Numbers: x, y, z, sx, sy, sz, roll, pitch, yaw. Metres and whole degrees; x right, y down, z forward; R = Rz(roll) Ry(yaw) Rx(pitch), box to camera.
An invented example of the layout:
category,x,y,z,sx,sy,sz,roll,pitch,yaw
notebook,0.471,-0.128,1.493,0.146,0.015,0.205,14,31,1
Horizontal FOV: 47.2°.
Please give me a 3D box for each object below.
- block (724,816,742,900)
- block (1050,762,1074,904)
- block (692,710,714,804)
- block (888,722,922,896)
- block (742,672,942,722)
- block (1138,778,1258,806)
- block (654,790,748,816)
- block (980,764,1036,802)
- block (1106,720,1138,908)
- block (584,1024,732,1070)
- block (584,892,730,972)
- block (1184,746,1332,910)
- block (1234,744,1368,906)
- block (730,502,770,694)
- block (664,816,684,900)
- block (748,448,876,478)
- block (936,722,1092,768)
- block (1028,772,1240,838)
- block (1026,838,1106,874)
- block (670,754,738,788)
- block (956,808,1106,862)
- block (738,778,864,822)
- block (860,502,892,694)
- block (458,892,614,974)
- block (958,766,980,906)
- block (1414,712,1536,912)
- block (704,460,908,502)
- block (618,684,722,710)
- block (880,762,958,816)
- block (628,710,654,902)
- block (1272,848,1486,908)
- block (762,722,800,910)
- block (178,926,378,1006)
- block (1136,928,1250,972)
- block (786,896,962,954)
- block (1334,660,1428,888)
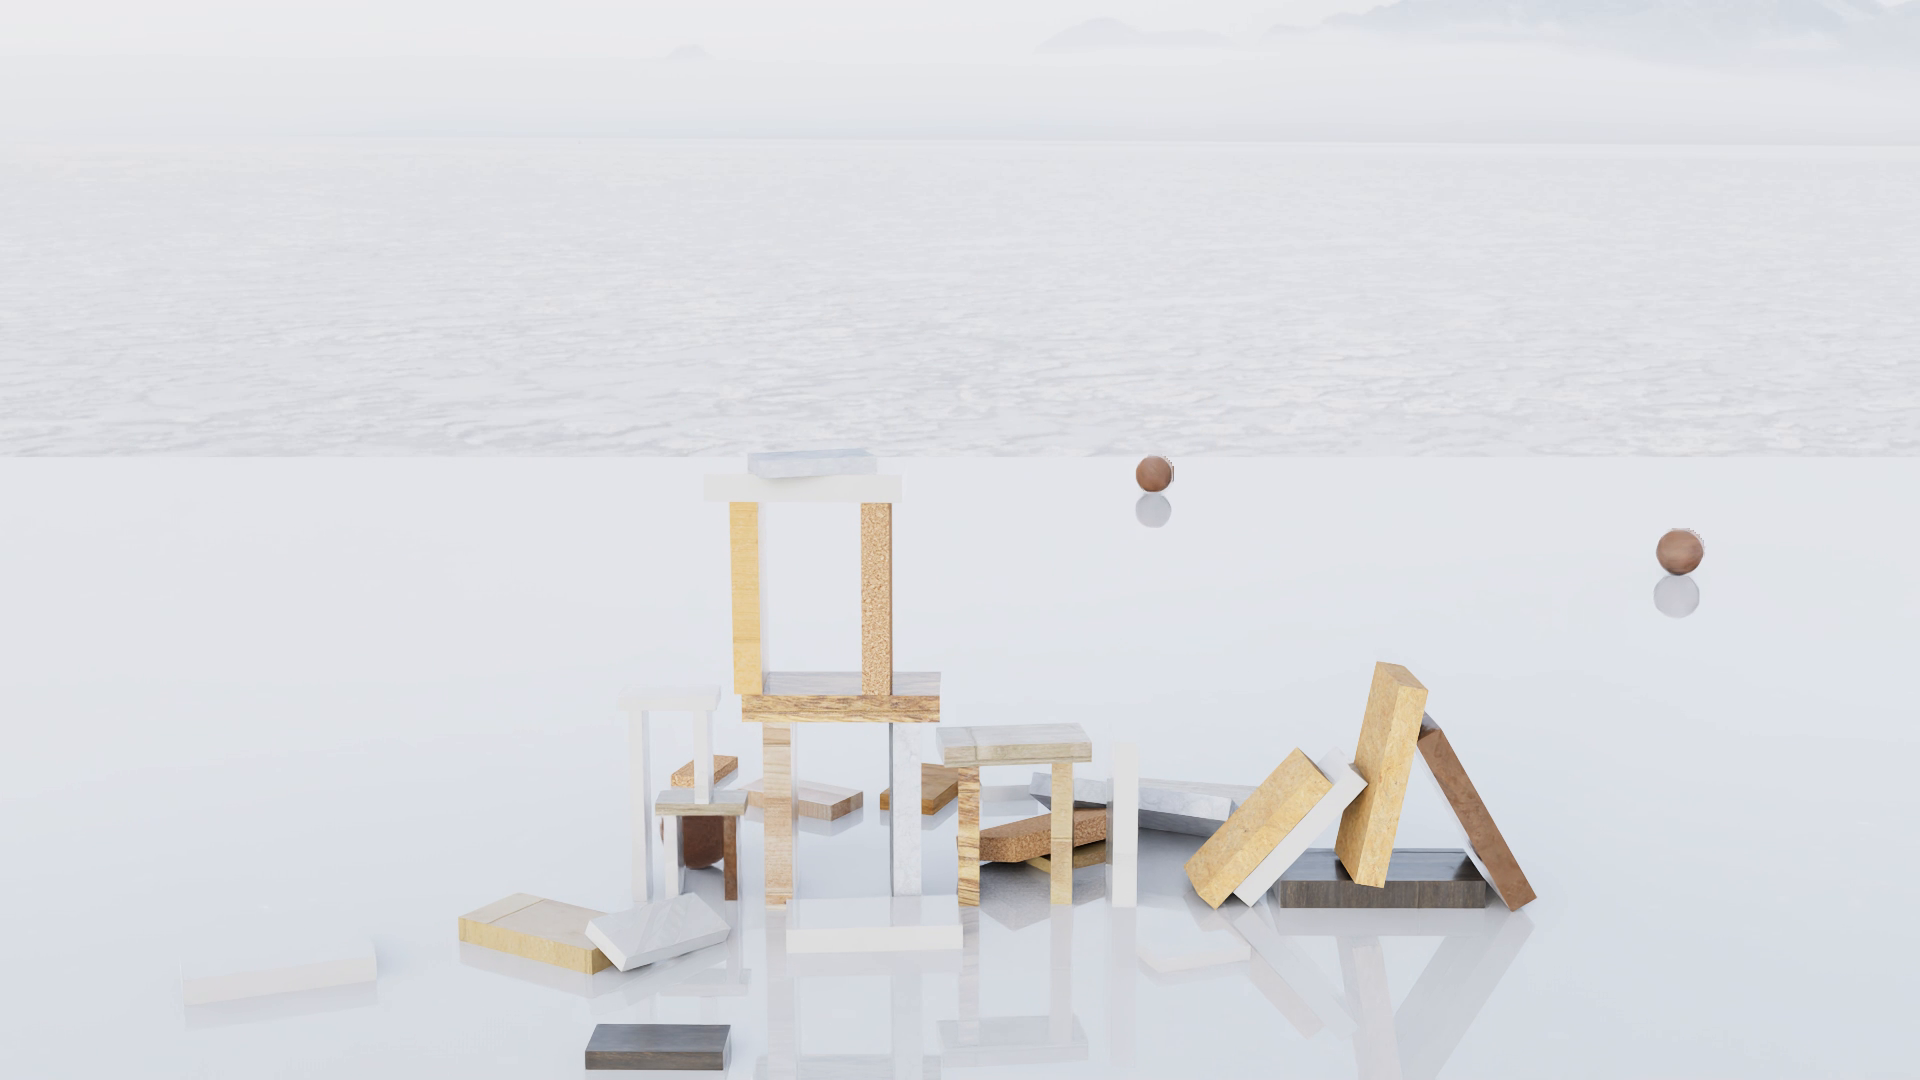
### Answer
category,x,y,z,sx,sy,sz,roll,pitch,yaw
block,-0.378,0.517,3.658,0.021,0.147,0.073,0,11,0
block,0.171,0.470,3.654,0.034,0.241,0.121,1,11,5
block,-0.423,0.347,3.625,0.022,0.158,0.079,0,11,0
block,-0.091,0.436,3.630,0.045,0.318,0.159,-1,11,-4
block,-0.191,0.256,3.603,0.318,0.045,0.159,0,11,0
block,0.457,0.492,4.087,0.289,0.041,0.144,3,11,14
block,-0.427,0.435,3.643,0.147,0.021,0.073,0,11,0
block,0.082,0.461,4.279,0.107,0.030,0.213,-1,11,-7
block,0.268,0.452,3.648,0.040,0.280,0.140,0,11,-1
block,-0.413,0.697,3.023,0.187,0.027,0.094,0,11,1
block,-0.464,0.602,3.391,0.094,0.027,0.215,37,27,31
block,0.492,0.476,3.646,0.040,0.280,0.140,42,5,-10
block,0.554,0.473,3.652,0.040,0.280,0.140,41,8,-7
block,-0.341,0.079,3.574,0.044,0.313,0.157,0,11,0
block,-0.476,0.517,3.658,0.021,0.147,0.073,0,11,0
block,-0.235,-0.122,3.485,0.187,0.027,0.094,-3,11,-18
block,0.087,0.337,3.618,0.241,0.034,0.121,-1,11,-7
block,0.325,0.480,3.956,0.376,0.041,0.144,5,-20,25
block,0.200,0.548,3.836,0.156,0.022,0.078,-7,13,-33
block,-0.503,0.455,4.334,0.078,0.022,0.156,3,11,16
block,0.149,0.514,3.846,0.289,0.041,0.144,-7,0,-43
block,-0.301,0.485,4.150,0.213,0.030,0.107,6,12,30
block,-0.135,0.080,3.571,0.044,0.313,0.157,0,11,0
block,-0.635,0.613,3.439,0.274,0.039,0.137,6,12,31
block,0.014,0.472,3.645,0.034,0.241,0.121,0,11,0
block,0.831,0.438,3.633,0.047,0.334,0.167,-30,10,4
block,-0.245,-0.096,3.536,0.313,0.044,0.157,0,11,2
block,-0.475,0.258,3.608,0.158,0.022,0.079,0,11,0
block,-0.062,0.475,4.206,0.107,0.030,0.222,4,11,20
block,-0.528,0.430,3.640,0.022,0.326,0.079,0,11,0
block,0.692,0.564,3.677,0.334,0.047,0.167,0,11,0
block,-0.296,0.434,3.640,0.045,0.318,0.159,0,11,0
block,-1.026,0.638,3.305,0.274,0.039,0.137,-4,11,-21
block,0.360,0.632,3.384,0.156,0.022,0.078,-4,11,-21
block,-0.137,0.606,3.474,0.274,0.039,0.137,-1,11,-4
block,0.689,0.382,3.608,0.047,0.334,0.167,10,10,-4
